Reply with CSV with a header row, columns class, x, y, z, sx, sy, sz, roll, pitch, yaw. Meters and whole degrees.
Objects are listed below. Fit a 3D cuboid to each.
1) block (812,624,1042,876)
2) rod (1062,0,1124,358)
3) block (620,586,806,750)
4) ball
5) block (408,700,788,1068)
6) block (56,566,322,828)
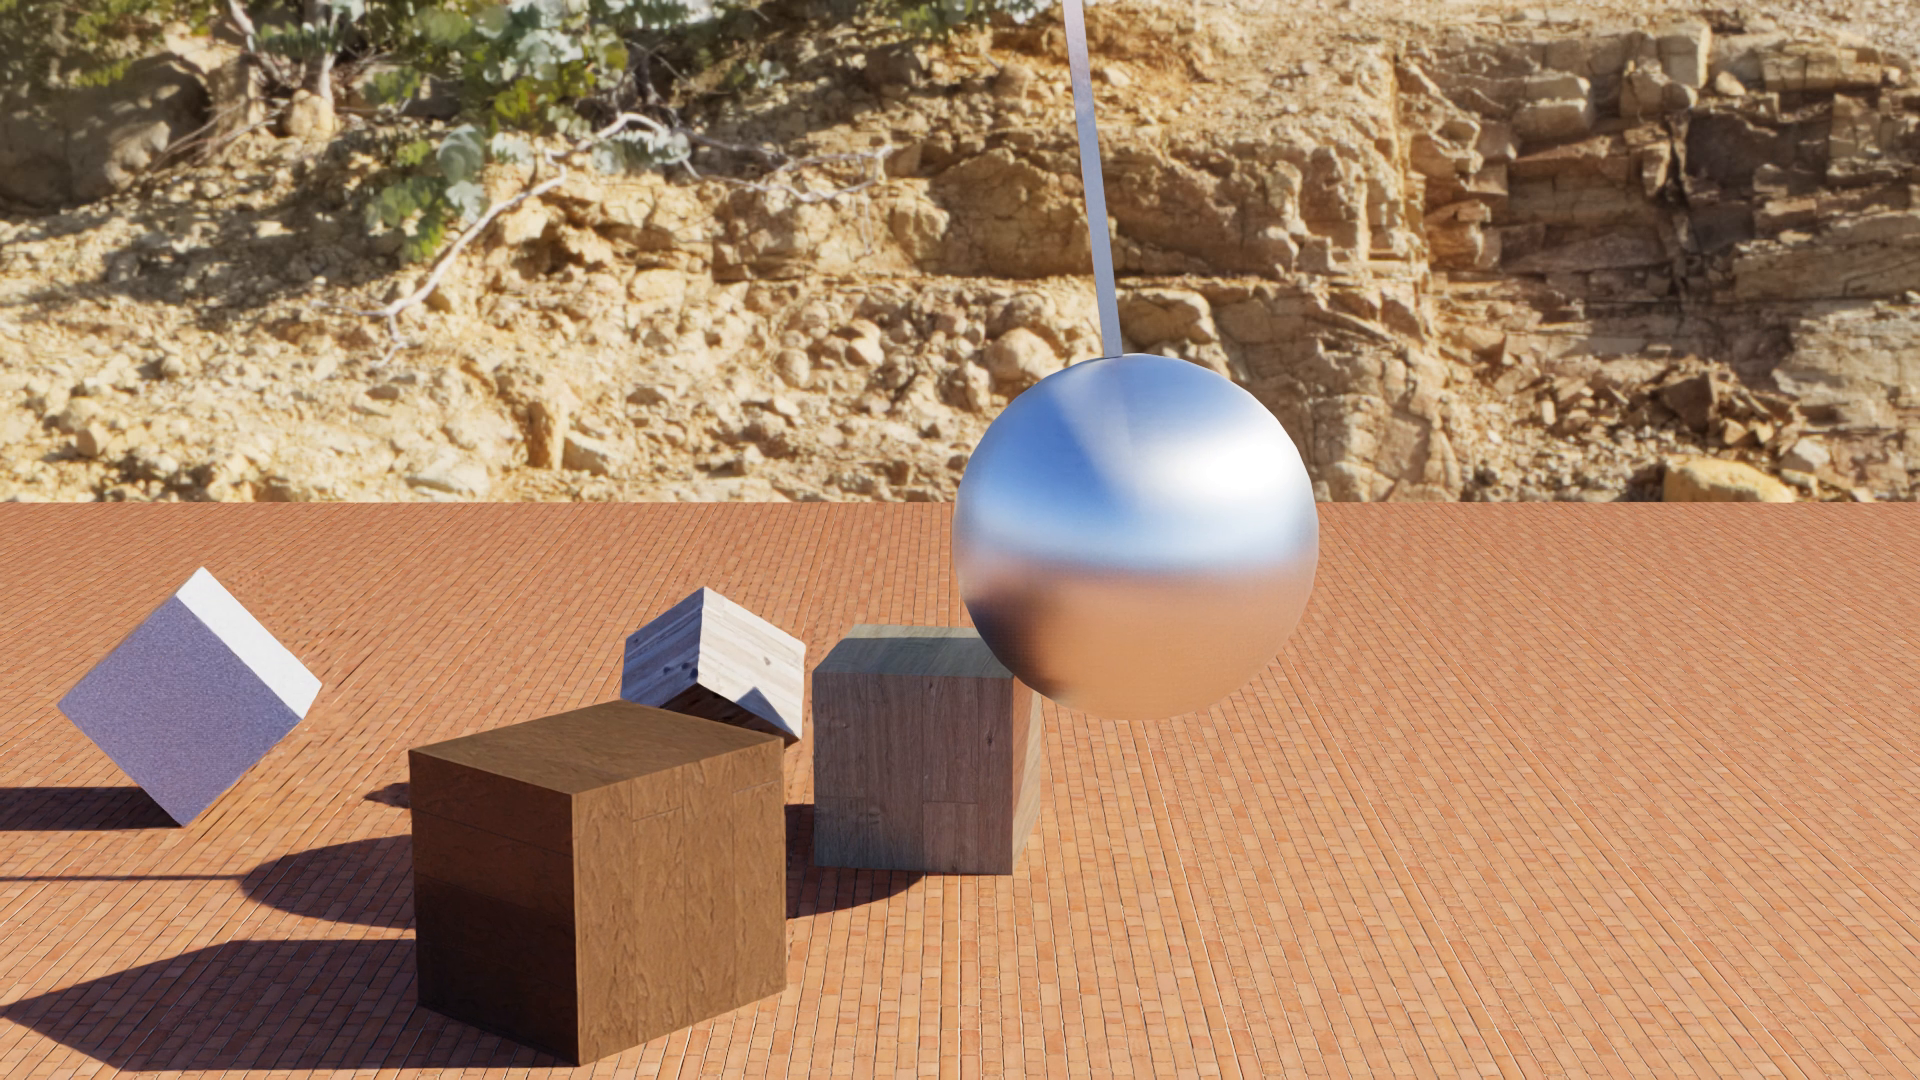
class,x,y,z,sx,sy,sz,roll,pitch,yaw
block,-0.133,0.946,11.860,0.897,0.896,1.012,2,10,9
rod,0.330,-3.329,10.575,0.080,5.200,0.080,-7,10,1
block,-1.217,0.729,12.608,0.596,0.580,0.662,-32,-49,33
ball,0.761,-0.011,11.178,1.600,1.600,1.600,0,10,0
block,-1.369,1.265,9.786,0.933,1.009,1.052,9,14,40
block,-3.685,0.743,12.331,0.767,0.824,0.706,-42,12,2
